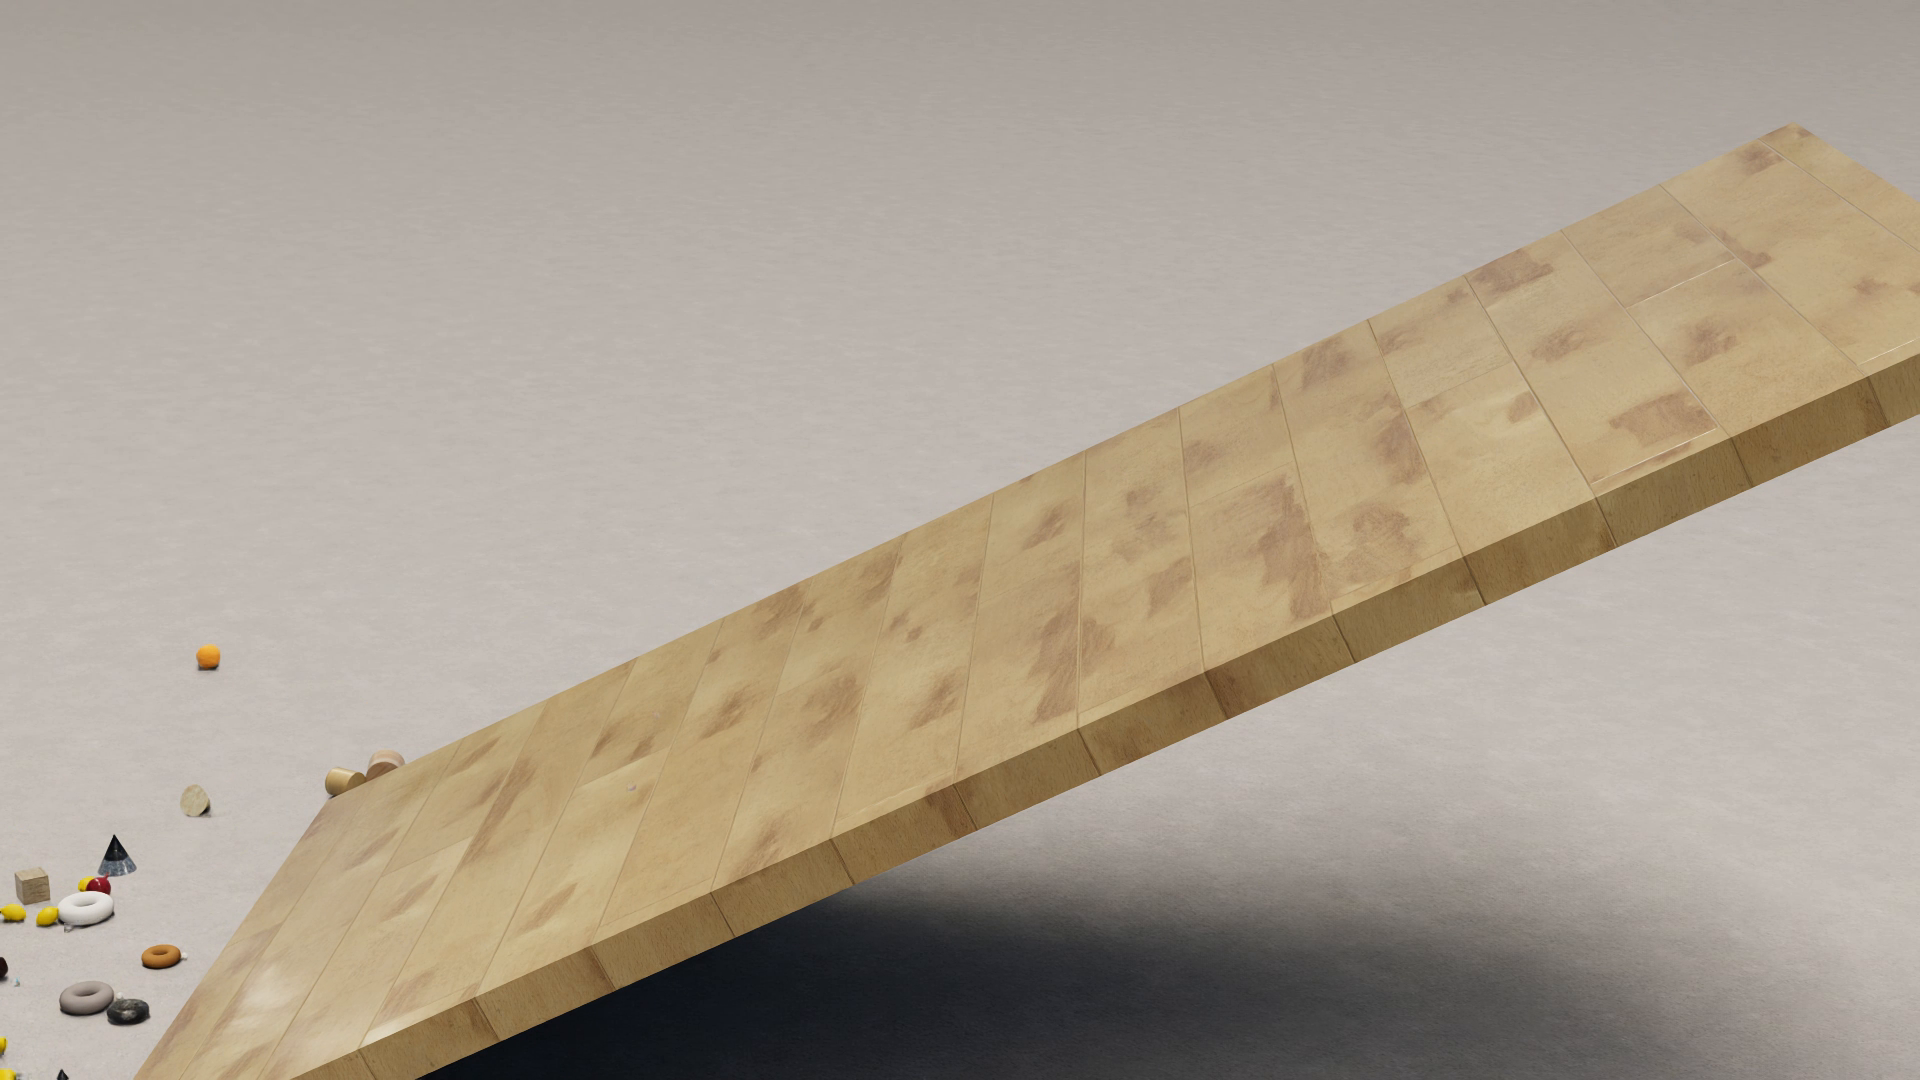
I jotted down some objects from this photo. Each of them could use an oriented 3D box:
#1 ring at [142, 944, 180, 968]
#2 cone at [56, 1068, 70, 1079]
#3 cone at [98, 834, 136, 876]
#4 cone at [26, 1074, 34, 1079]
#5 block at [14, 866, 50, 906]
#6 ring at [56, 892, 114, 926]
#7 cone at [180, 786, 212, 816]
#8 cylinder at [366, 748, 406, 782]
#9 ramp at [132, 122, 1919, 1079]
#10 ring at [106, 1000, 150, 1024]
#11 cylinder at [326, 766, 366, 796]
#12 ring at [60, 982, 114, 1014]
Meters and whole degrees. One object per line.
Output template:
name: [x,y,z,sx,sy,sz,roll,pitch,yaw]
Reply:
ring: [-1.852,0.965,6.818,0.089,0.030,0.089,-1,17,0]
cone: [-1.881,1.137,6.165,0.067,0.067,0.067,0,16,0]
cone: [-2.107,0.778,7.340,0.096,0.096,0.096,0,16,0]
cone: [-1.943,1.144,6.149,0.061,0.061,0.061,0,16,0]
block: [-2.262,0.843,7.171,0.065,0.065,0.065,-10,19,-31]
ring: [-2.101,0.885,7.067,0.134,0.045,0.134,0,17,0]
cone: [-1.993,0.691,7.739,0.083,0.083,0.083,6,-9,21]
cylinder: [-1.536,0.622,7.866,0.099,0.099,0.099,-2,16,-6]
ramp: [0.138,0.168,6.281,4.000,0.100,2.000,-25,14,10]
ring: [-1.848,1.047,6.535,0.092,0.031,0.092,1,15,0]
cylinder: [-1.633,0.648,7.819,0.076,0.076,0.076,15,22,30]
ring: [-1.957,1.026,6.592,0.120,0.040,0.120,-1,17,0]
